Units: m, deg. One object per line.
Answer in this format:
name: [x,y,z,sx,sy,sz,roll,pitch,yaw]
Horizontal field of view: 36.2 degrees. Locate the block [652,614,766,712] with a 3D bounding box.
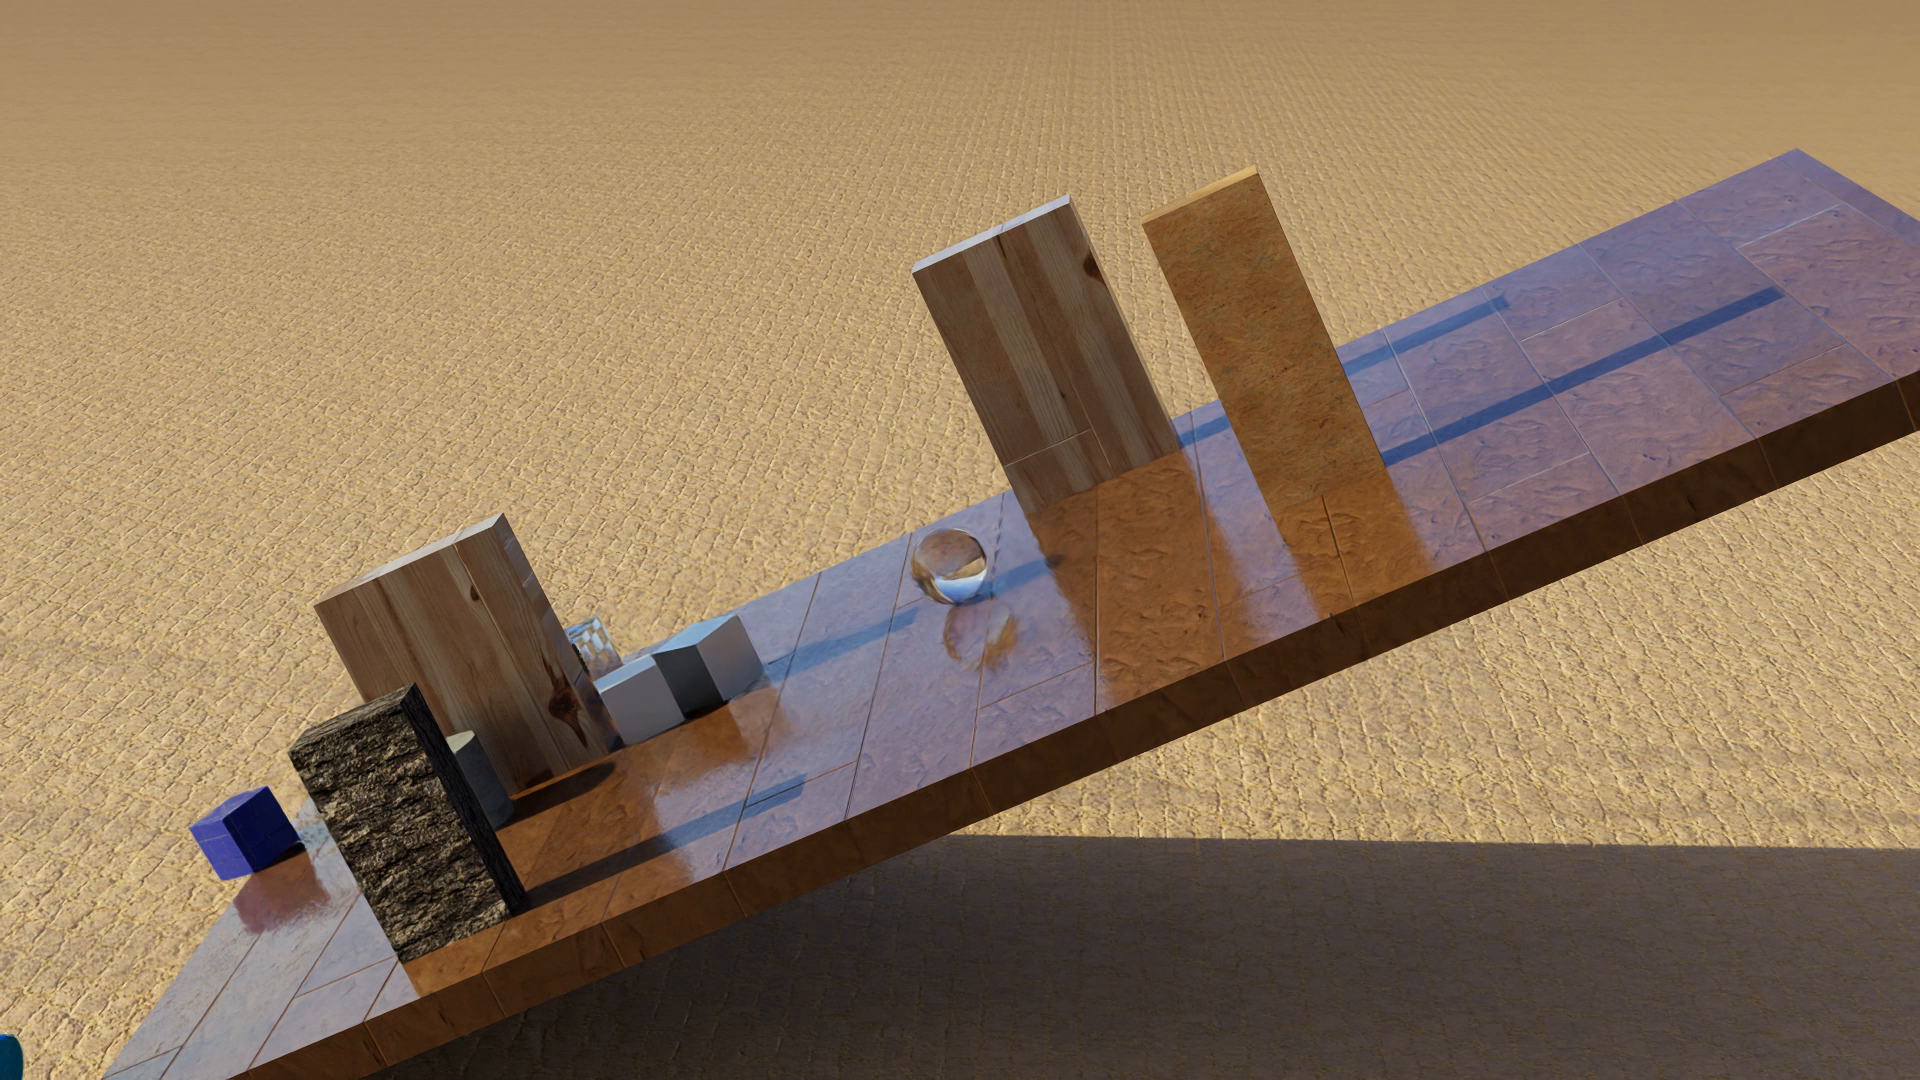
block: [-0.564,0.277,6.603,0.151,0.151,0.151,-13,17,42]

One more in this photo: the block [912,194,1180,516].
block: [0.204,-0.432,6.881,0.397,0.634,0.140,-23,13,9]

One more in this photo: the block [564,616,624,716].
block: [-0.924,0.329,6.978,0.193,0.193,0.193,-21,13,17]

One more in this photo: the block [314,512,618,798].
block: [-1.103,0.295,6.585,0.448,0.576,0.123,-23,13,9]

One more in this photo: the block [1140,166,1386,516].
block: [0.613,-0.402,5.947,0.249,0.656,0.117,-23,13,9]

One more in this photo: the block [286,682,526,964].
block: [-1.076,0.553,5.737,0.245,0.479,0.135,-23,13,9]

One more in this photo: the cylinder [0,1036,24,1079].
cylinder: [-2.019,1.083,5.995,0.155,0.155,0.155,3,16,9]

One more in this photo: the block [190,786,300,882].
block: [-1.719,0.706,7.070,0.152,0.152,0.152,-16,17,44]

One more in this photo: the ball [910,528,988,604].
ball: [-0.024,0.057,6.423,0.169,0.169,0.169,0,15,0]

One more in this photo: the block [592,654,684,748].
block: [-0.720,0.360,6.587,0.142,0.142,0.142,-27,13,-9]

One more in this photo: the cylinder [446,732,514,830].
cylinder: [-1.106,0.550,6.446,0.192,0.192,0.192,-24,13,6]

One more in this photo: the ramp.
ramp: [0.134,0.169,6.283,4.000,0.100,2.000,-23,13,9]
